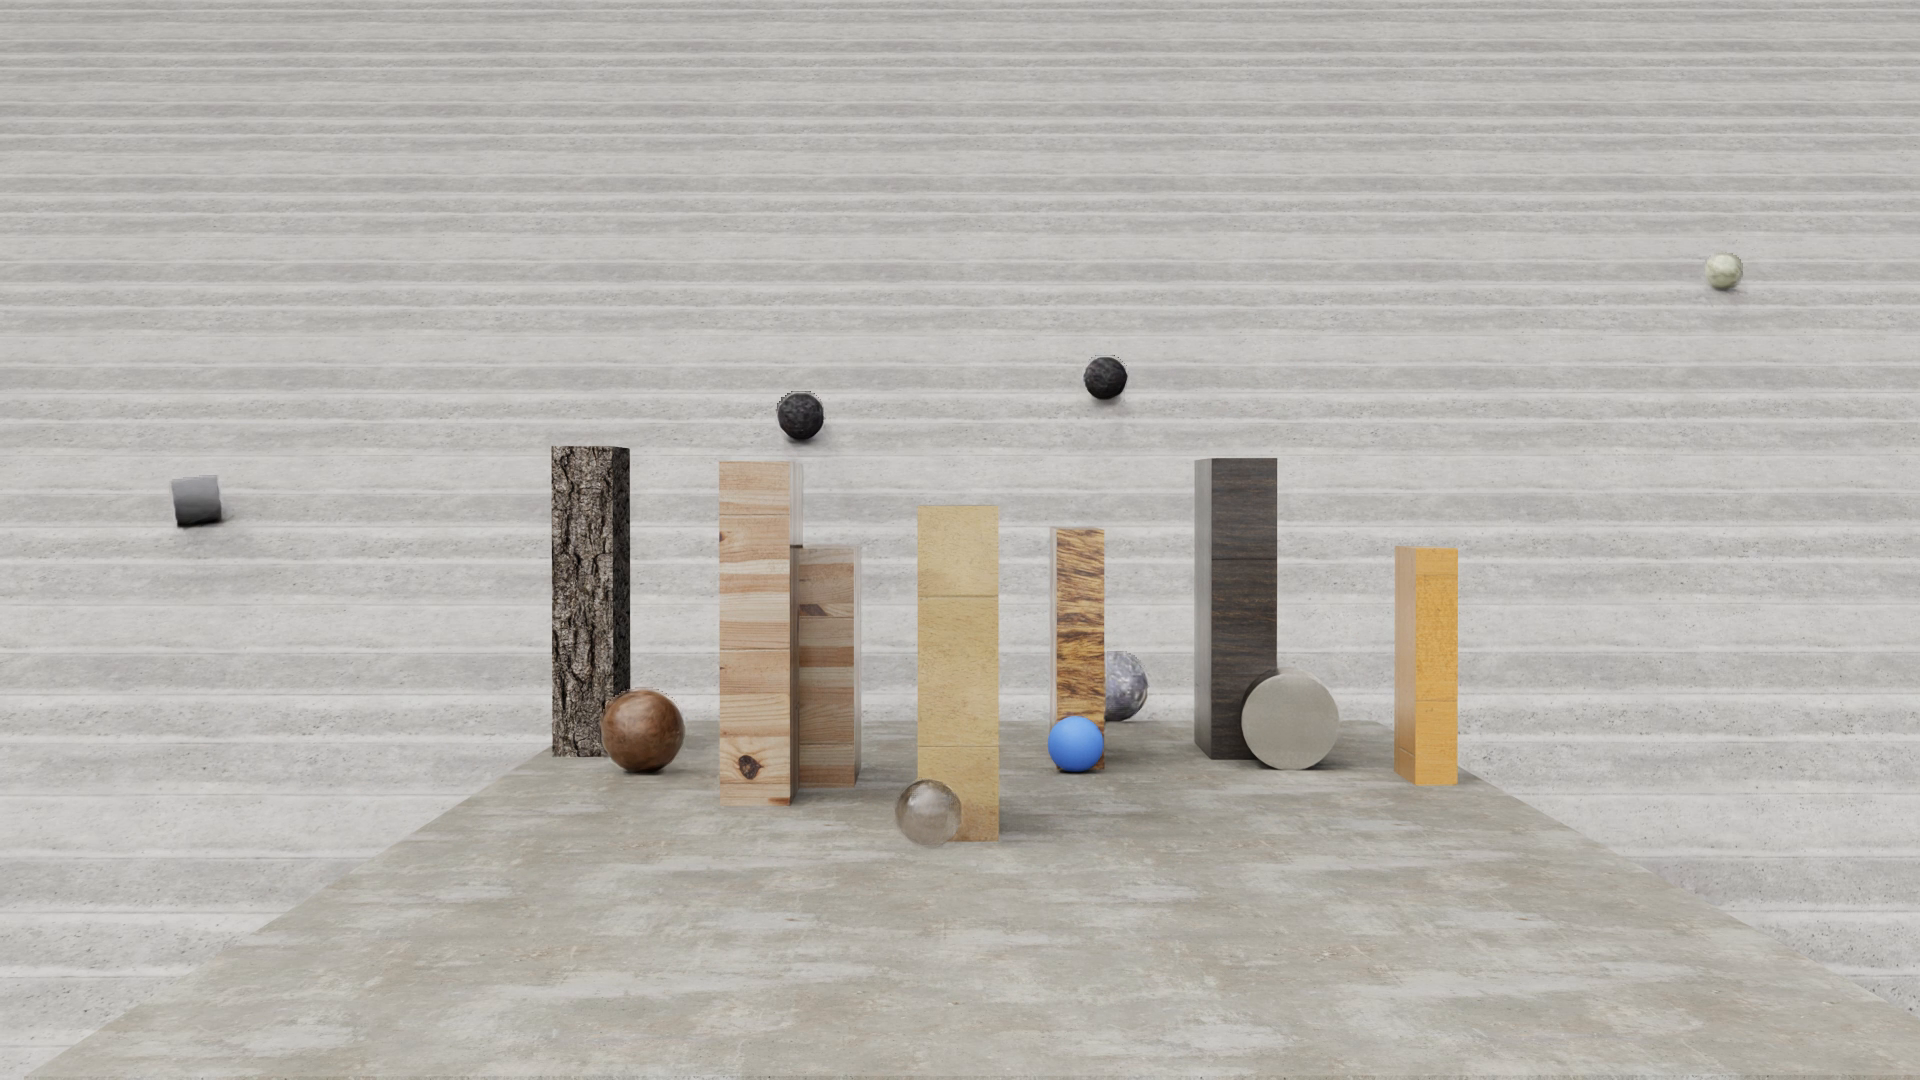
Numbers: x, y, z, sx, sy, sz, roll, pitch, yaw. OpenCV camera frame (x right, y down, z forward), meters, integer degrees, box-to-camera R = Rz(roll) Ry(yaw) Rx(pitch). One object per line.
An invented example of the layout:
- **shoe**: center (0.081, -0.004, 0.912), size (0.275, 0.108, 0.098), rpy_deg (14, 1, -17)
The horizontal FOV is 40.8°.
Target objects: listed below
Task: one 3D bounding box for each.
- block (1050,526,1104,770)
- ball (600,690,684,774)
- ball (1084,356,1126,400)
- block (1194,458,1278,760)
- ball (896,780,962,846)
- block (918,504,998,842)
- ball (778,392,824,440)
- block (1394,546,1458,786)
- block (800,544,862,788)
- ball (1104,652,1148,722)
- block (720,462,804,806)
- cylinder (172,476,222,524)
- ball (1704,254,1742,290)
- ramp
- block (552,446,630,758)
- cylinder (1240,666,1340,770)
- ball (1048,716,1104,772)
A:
- **block**: center (0.253, 0.226, 5.642), size (0.100, 0.504, 0.427), rpy_deg (0, 1, 0)
- **ball**: center (-0.659, 0.398, 5.363), size (0.173, 0.173, 0.173), rpy_deg (0, 27, 0)
- **ball**: center (0.484, -0.540, 8.599), size (0.143, 0.143, 0.143), rpy_deg (0, 27, 0)
- **block**: center (0.618, 0.147, 5.819), size (0.143, 0.657, 0.406), rpy_deg (0, 1, 0)
- **ball**: center (-0.051, 0.450, 4.257), size (0.110, 0.110, 0.110), rpy_deg (0, 27, 0)
- **block**: center (-0.003, 0.220, 4.528), size (0.135, 0.560, 0.441), rpy_deg (0, 1, 0)
- **ball**: center (-0.511, -0.399, 8.313), size (0.150, 0.150, 0.150), rpy_deg (0, 27, 0)
- **block**: center (0.947, 0.250, 5.256), size (0.084, 0.471, 0.248), rpy_deg (0, 1, 0)
- **block**: center (-0.265, 0.249, 5.278), size (0.112, 0.473, 0.380), rpy_deg (0, 1, 0)
- **ball**: center (0.391, 0.373, 6.556), size (0.176, 0.176, 0.176), rpy_deg (0, 27, 0)
- **block**: center (-0.382, 0.170, 5.007), size (0.131, 0.641, 0.418), rpy_deg (0, 1, 0)
- **cylinder**: center (-2.300, -0.119, 7.782), size (0.130, 0.130, 0.130), rpy_deg (-8, 28, -15)
- **ball**: center (2.807, -0.987, 9.498), size (0.129, 0.129, 0.129), rpy_deg (0, 27, 0)
- **ramp**: center (0.061, 0.549, 4.585), size (2.000, 0.100, 4.000), rpy_deg (0, 1, 0)
- **block**: center (-0.831, 0.133, 5.833), size (0.135, 0.685, 0.302), rpy_deg (0, 1, 0)
- **cylinder**: center (0.702, 0.379, 5.509), size (0.204, 0.204, 0.204), rpy_deg (3, 1, 5)
- **ball**: center (0.241, 0.425, 5.373), size (0.117, 0.117, 0.117), rpy_deg (0, 27, 0)
